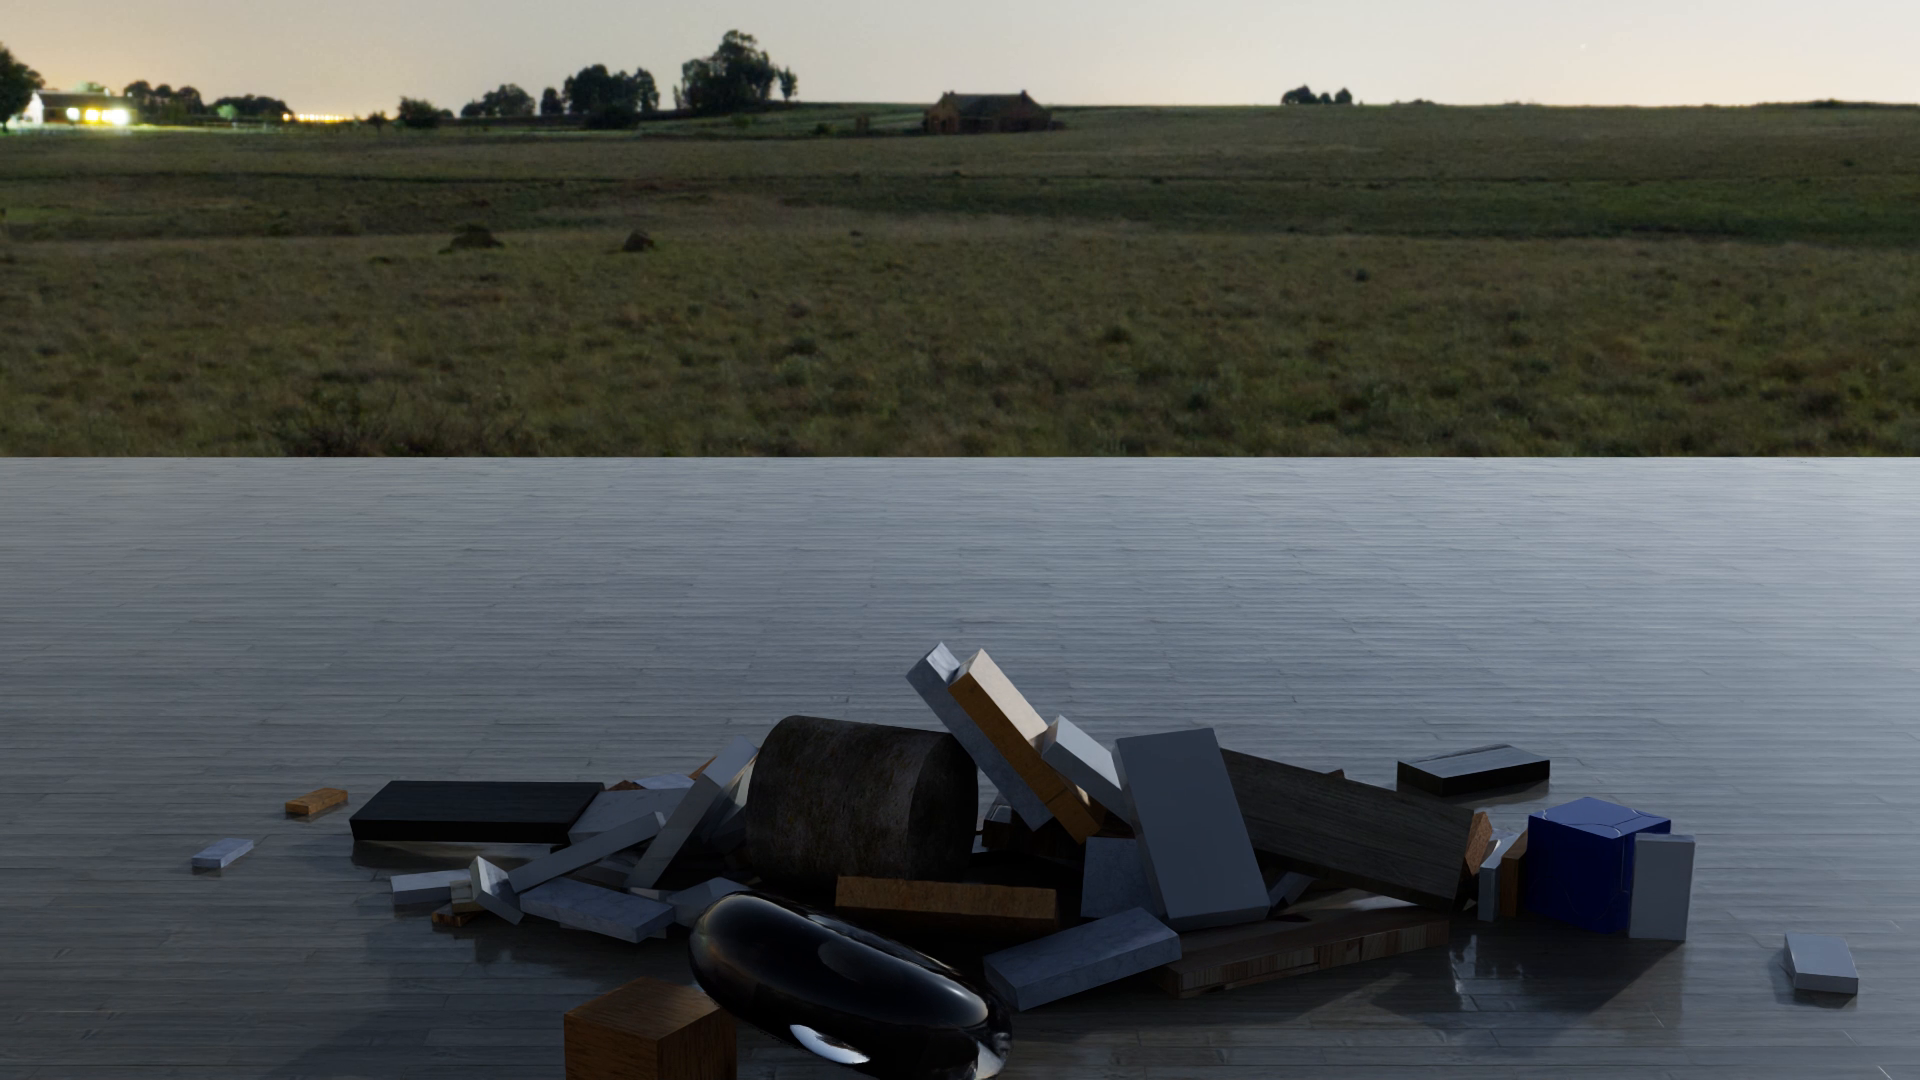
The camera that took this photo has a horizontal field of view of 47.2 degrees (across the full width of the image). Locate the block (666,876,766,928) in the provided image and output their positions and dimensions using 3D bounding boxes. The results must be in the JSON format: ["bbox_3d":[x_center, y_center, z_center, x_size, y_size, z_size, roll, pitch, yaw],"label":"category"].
[{"bbox_3d":[-0.323,0.597,3.458,0.256,0.036,0.128,13,15,32],"label":"block"}]

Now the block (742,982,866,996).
[{"bbox_3d":[-0.230,0.650,3.277,0.183,0.026,0.091,0,11,-1],"label":"block"}]

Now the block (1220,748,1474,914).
[{"bbox_3d":[0.602,0.467,3.568,0.428,0.047,0.166,13,56,13],"label":"block"}]

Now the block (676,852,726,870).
[{"bbox_3d":[-0.449,0.556,3.815,0.095,0.013,0.047,1,11,7],"label":"block"}]

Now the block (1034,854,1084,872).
[{"bbox_3d":[0.234,0.521,3.816,0.338,0.048,0.169,14,17,34],"label":"block"}]

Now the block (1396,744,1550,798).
[{"bbox_3d":[1.008,0.451,4.315,0.269,0.038,0.135,-6,12,-27],"label":"block"}]

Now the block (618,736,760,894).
[{"bbox_3d":[-0.444,0.461,3.595,0.042,0.295,0.148,38,27,3],"label":"block"}]

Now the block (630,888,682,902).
[{"bbox_3d":[-0.465,0.577,3.559,0.065,0.018,0.130,-1,-11,37],"label":"block"}]

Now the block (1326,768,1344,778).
[{"bbox_3d":[0.614,0.472,4.114,0.208,0.029,0.104,-9,-11,-40],"label":"block"}]

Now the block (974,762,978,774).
[{"bbox_3d":[-0.079,0.455,4.207,0.111,0.031,0.222,16,22,39],"label":"block"}]

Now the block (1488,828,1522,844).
[{"bbox_3d":[0.948,0.533,3.841,0.089,0.025,0.178,-6,4,-27],"label":"block"}]

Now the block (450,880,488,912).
[{"bbox_3d":[-0.803,0.580,3.592,0.056,0.016,0.112,-3,11,-15],"label":"block"}]

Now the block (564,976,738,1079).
[{"bbox_3d":[-0.395,0.670,2.815,0.154,0.154,0.154,7,12,32],"label":"block"}]

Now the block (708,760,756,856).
[{"bbox_3d":[-0.348,0.434,3.848,0.148,0.042,0.295,-43,8,14],"label":"block"}]

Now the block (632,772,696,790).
[{"bbox_3d":[-0.500,0.464,3.959,0.095,0.027,0.191,-7,15,-37],"label":"block"}]

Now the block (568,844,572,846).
[{"bbox_3d":[-0.468,0.473,4.209,0.056,0.016,0.757,7,14,33],"label":"block"}]

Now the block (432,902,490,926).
[{"bbox_3d":[-0.802,0.599,3.576,0.056,0.016,0.112,5,11,23],"label":"block"}]

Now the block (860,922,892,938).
[{"bbox_3d":[-0.233,0.619,3.265,0.273,0.039,0.136,-3,11,-14],"label":"block"}]

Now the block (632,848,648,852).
[{"bbox_3d":[-0.446,0.519,3.987,0.081,0.023,0.351,9,14,40],"label":"block"}]

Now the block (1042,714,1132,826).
[{"bbox_3d":[0.257,0.404,3.621,0.273,0.039,0.136,37,14,-5],"label":"block"}]

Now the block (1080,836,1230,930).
[{"bbox_3d":[0.331,0.551,3.521,0.265,0.132,0.037,2,-24,10],"label":"block"}]

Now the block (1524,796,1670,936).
[{"bbox_3d":[1.035,0.527,3.574,0.159,0.159,0.159,-8,13,-38],"label":"block"}]

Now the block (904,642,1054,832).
[{"bbox_3d":[0.044,0.325,3.662,0.047,0.330,0.165,-40,0,11],"label":"block"}]

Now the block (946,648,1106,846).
[{"bbox_3d":[0.115,0.339,3.638,0.047,0.334,0.165,-40,3,13],"label":"block"}]

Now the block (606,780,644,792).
[{"bbox_3d":[-0.586,0.484,3.914,0.095,0.027,0.191,-28,26,-30],"label":"block"}]

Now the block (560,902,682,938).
[{"bbox_3d":[-0.539,0.603,3.529,0.183,0.026,0.091,3,11,15],"label":"block"}]

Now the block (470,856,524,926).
[{"bbox_3d":[-0.755,0.570,3.583,0.081,0.023,0.161,35,1,-19],"label":"block"}]

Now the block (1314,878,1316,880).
[{"bbox_3d":[0.620,0.541,3.762,0.198,0.028,0.099,-7,12,-36],"label":"block"}]

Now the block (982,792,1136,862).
[{"bbox_3d":[0.220,0.492,3.728,0.338,0.048,0.169,7,14,10],"label":"block"}]

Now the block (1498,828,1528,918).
[{"bbox_3d":[0.933,0.545,3.638,0.028,0.099,0.198,6,12,28],"label":"block"}]

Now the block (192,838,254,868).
[{"bbox_3d":[-1.292,0.548,3.853,0.055,0.016,0.110,2,11,11],"label":"block"}]

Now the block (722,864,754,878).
[{"bbox_3d":[-0.377,0.560,3.793,0.049,0.014,0.098,1,11,3],"label":"block"}]

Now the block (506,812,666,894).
[{"bbox_3d":[-0.610,0.515,3.627,0.256,0.036,0.128,-22,-7,-5],"label":"block"}]

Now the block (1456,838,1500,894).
[{"bbox_3d":[0.858,0.553,3.703,0.089,0.025,0.178,-21,2,24],"label":"block"}]

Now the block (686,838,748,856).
[{"bbox_3d":[-0.459,0.505,3.916,0.111,0.031,0.222,-2,13,-19],"label":"block"}]

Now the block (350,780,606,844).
[{"bbox_3d":[-0.861,0.485,3.934,0.438,0.042,0.148,-2,22,19],"label":"block"}]

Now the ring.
[{"bbox_3d":[-0.144,0.593,2.890,0.448,0.149,0.448,22,-7,3],"label":"ring"}]

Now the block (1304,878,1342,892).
[{"bbox_3d":[0.594,0.573,3.712,0.122,0.017,0.061,-4,11,-22],"label":"block"}]

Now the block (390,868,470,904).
[{"bbox_3d":[-0.866,0.577,3.675,0.161,0.023,0.081,-3,11,-18],"label":"block"}]

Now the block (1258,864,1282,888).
[{"bbox_3d":[0.516,0.496,3.641,0.202,0.029,0.101,-44,30,-24],"label":"block"}]

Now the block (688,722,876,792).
[{"bbox_3d":[-0.331,0.417,4.088,0.338,0.048,0.169,-14,7,18],"label":"block"}]

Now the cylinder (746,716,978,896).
[{"bbox_3d":[-0.158,0.449,3.641,0.289,0.289,0.289,5,11,23],"label":"cylinder"}]

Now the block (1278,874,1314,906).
[{"bbox_3d":[0.570,0.521,3.671,0.198,0.028,0.099,-44,31,-23],"label":"block"}]

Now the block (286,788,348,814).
[{"bbox_3d":[-1.215,0.492,4.153,0.055,0.016,0.110,5,12,24],"label":"block"}]

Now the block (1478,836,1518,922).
[{"bbox_3d":[0.888,0.555,3.612,0.025,0.089,0.178,6,12,28],"label":"block"}]

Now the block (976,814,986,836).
[{"bbox_3d":[0.044,0.521,3.968,0.182,0.026,0.091,-2,11,-10],"label":"block"}]

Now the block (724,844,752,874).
[{"bbox_3d":[-0.297,0.503,3.831,0.104,0.029,0.281,-30,-2,27],"label":"block"}]

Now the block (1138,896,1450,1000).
[{"bbox_3d":[0.513,0.622,3.390,0.499,0.039,0.136,-5,12,-27],"label":"block"}]

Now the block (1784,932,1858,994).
[{"bbox_3d":[1.304,0.640,3.333,0.086,0.024,0.173,3,11,15],"label":"block"}]

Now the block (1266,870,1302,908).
[{"bbox_3d":[0.540,0.516,3.647,0.202,0.029,0.101,-44,30,-23],"label":"block"}]

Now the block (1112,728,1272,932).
[{"bbox_3d":[0.364,0.457,3.493,0.166,0.047,0.331,-5,52,-12],"label":"block"}]

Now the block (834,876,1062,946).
[{"bbox_3d":[-0.015,0.572,3.372,0.331,0.047,0.166,3,-26,7],"label":"block"}]

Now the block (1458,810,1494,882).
[{"bbox_3d":[0.819,0.534,3.734,0.132,0.037,0.265,-21,2,23],"label":"block"}]

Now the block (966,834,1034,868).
[{"bbox_3d":[0.027,0.544,3.846,0.182,0.026,0.091,-3,11,-17],"label":"block"}]

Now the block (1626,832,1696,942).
[{"bbox_3d":[1.096,0.543,3.442,0.086,0.173,0.024,1,19,8],"label":"block"}]

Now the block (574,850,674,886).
[{"bbox_3d":[-0.595,0.557,3.772,0.191,0.027,0.095,7,13,35],"label":"block"}]

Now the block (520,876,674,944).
[{"bbox_3d":[-0.576,0.585,3.486,0.241,0.026,0.091,8,17,31],"label":"block"}]

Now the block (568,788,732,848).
[{"bbox_3d":[-0.536,0.481,3.805,0.256,0.036,0.128,-5,25,22],"label":"block"}]

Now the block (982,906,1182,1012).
[{"bbox_3d":[0.181,0.622,3.274,0.265,0.037,0.132,-14,15,-18],"label":"block"}]
